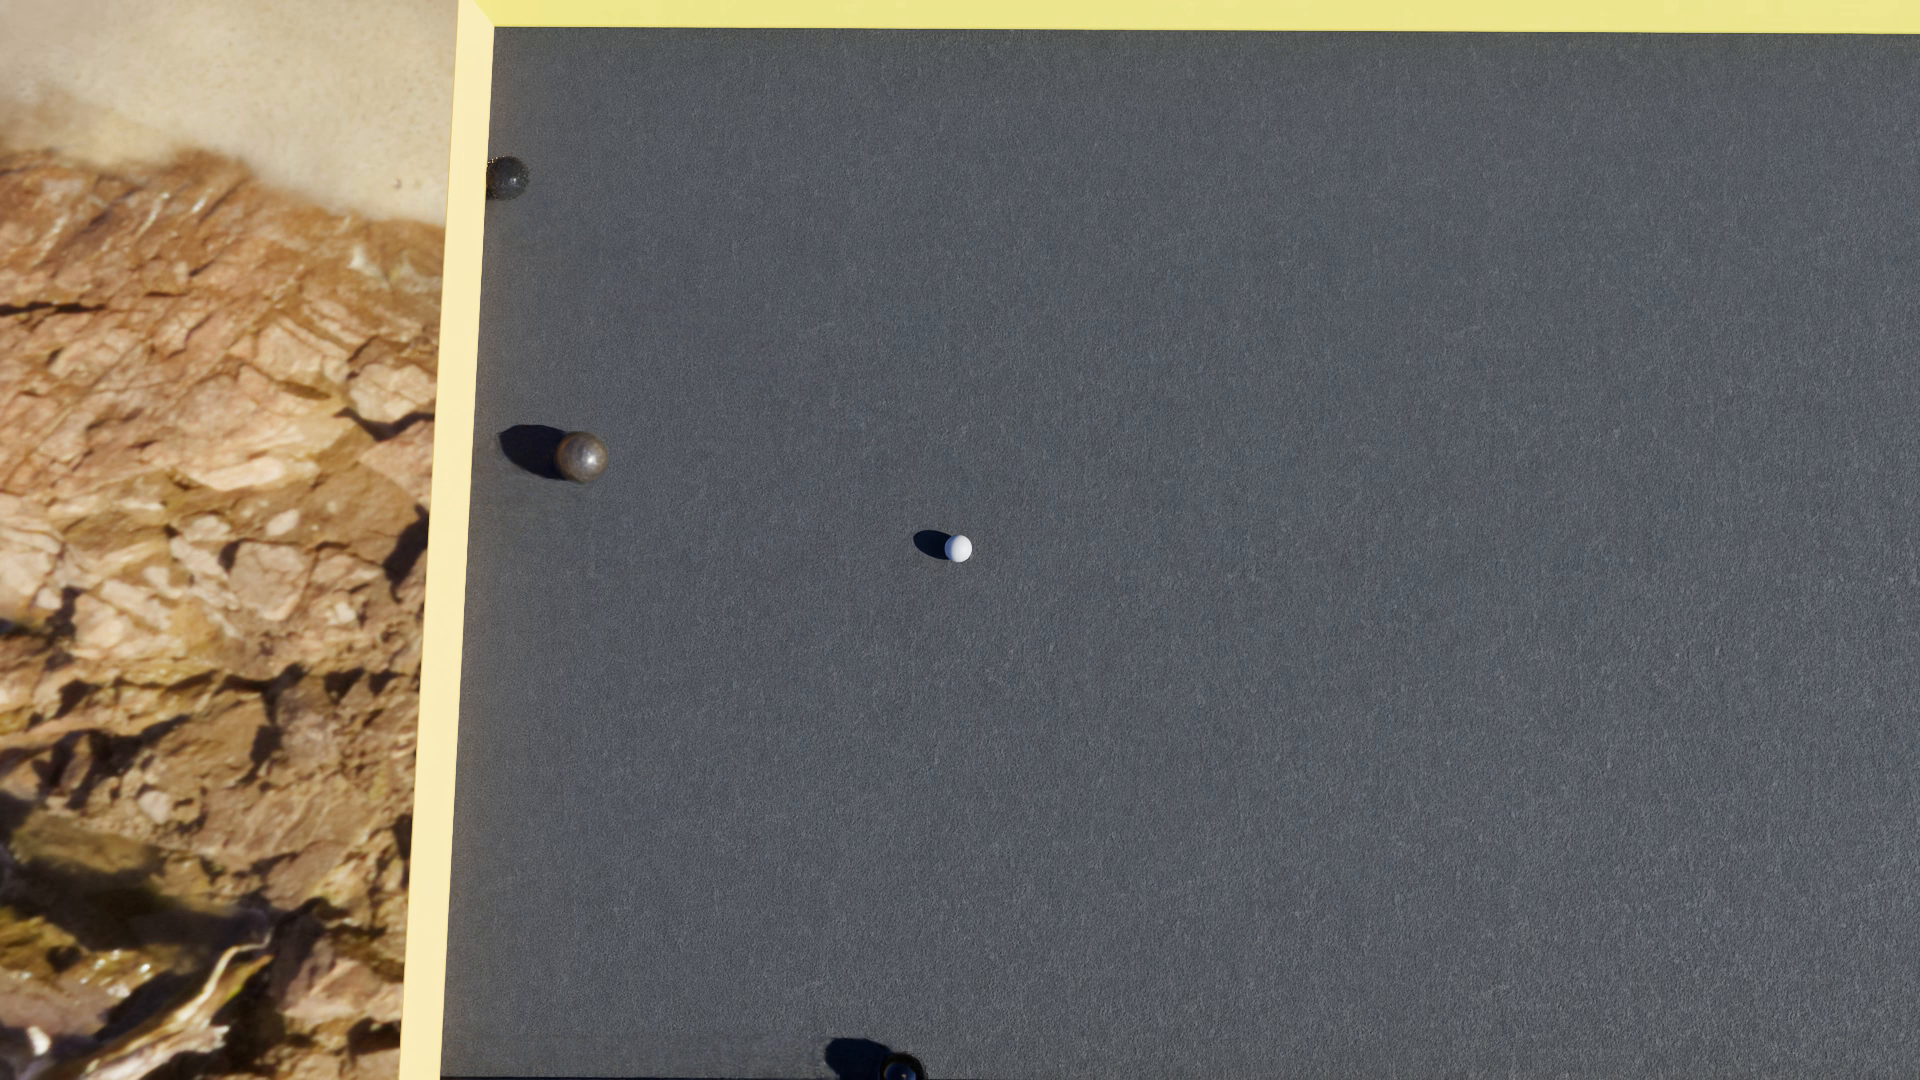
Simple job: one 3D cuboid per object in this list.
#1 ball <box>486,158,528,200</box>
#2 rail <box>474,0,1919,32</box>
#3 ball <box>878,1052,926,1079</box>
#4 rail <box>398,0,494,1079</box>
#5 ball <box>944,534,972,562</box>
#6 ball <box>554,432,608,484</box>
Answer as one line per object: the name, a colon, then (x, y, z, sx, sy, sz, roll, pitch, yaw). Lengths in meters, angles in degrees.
ball: (-0.704, -0.561, 3.420, 0.065, 0.065, 0.065, 0, 78, 0)
rail: (0.787, -0.821, 3.453, 3.128, 0.103, 0.045, 0, 78, 0)
ball: (-0.084, 0.768, 3.145, 0.068, 0.068, 0.068, 0, 78, 0)
rail: (-0.758, -0.008, 3.285, 0.045, 0.103, 1.724, 0, 78, 0)
ball: (-0.003, 0.013, 3.313, 0.041, 0.041, 0.041, 0, 78, 0)
ball: (-0.573, -0.124, 3.322, 0.079, 0.079, 0.079, 0, 78, 0)
